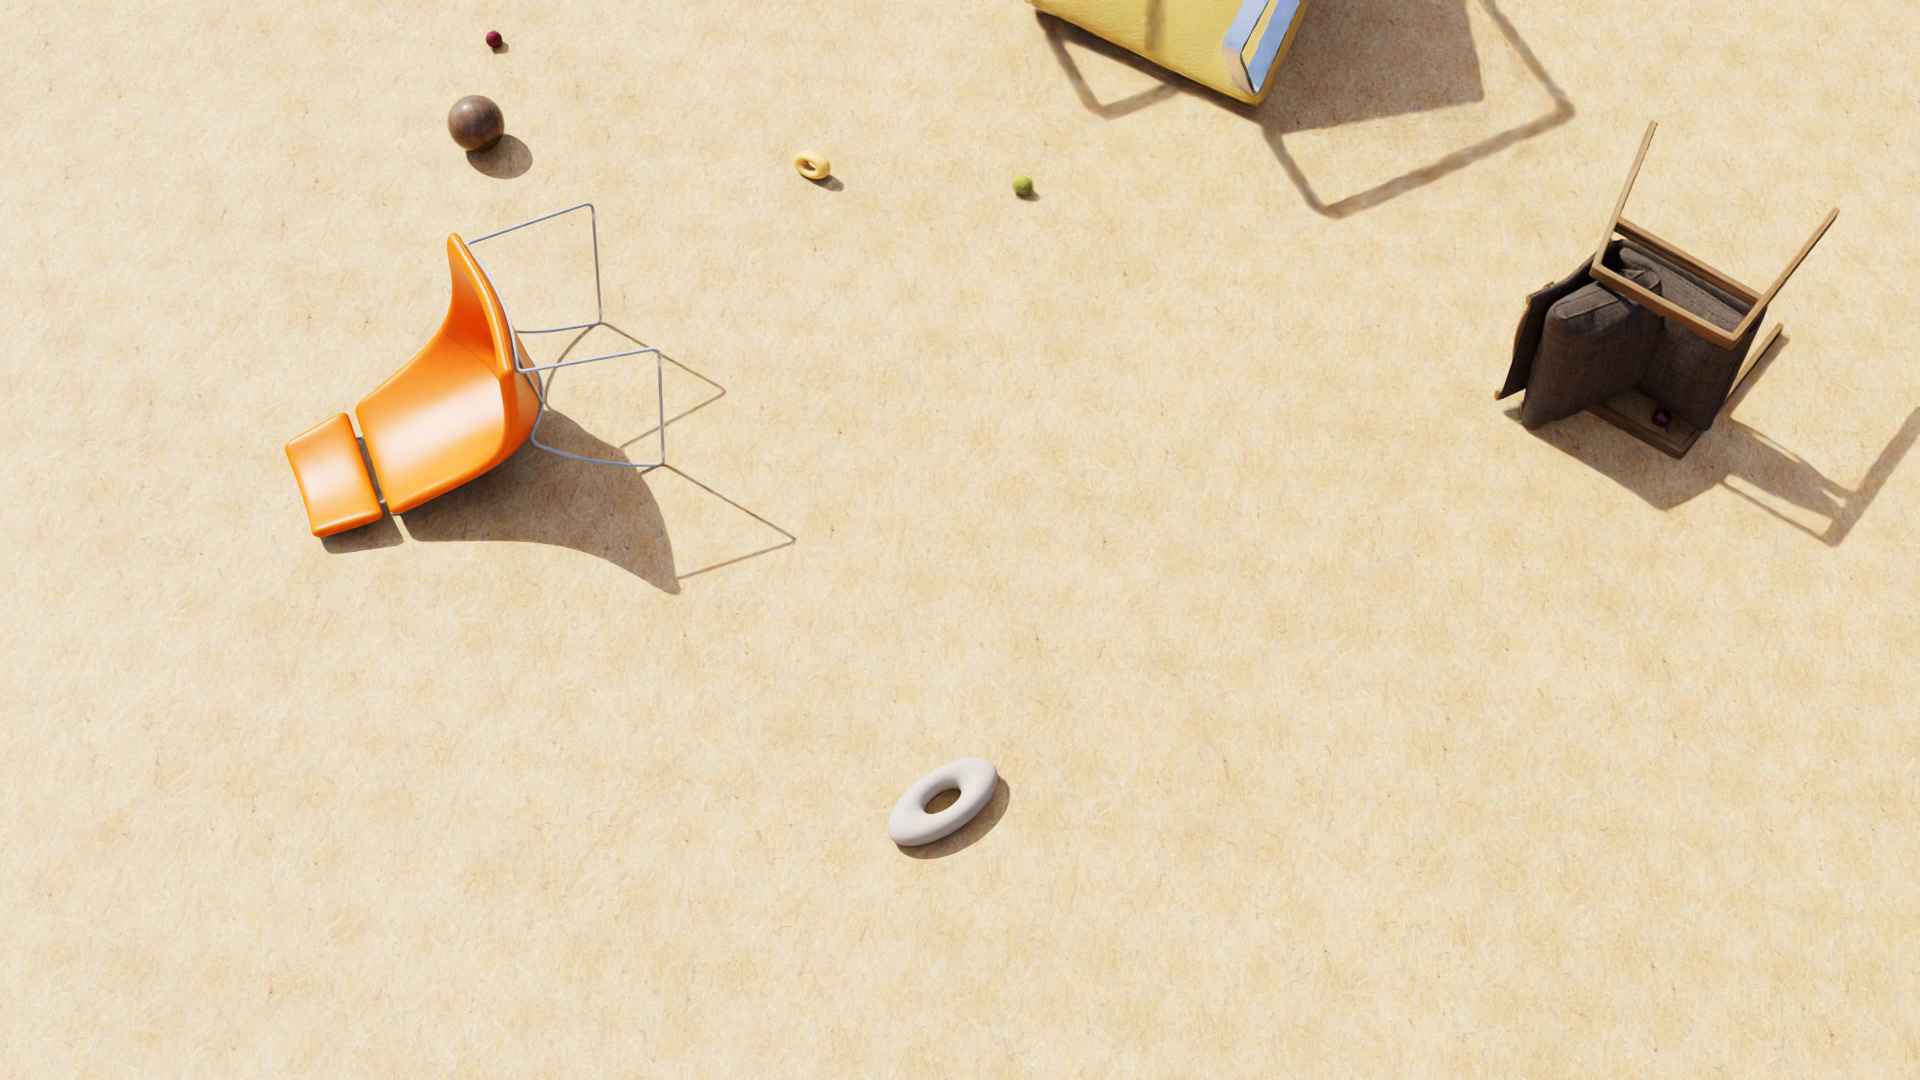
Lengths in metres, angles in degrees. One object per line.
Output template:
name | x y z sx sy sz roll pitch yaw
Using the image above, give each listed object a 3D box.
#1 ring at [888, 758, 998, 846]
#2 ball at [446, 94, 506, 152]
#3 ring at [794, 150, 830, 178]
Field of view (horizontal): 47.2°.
ring | -0.047 0.718 6.045 0.360 0.079 0.180 -33 61 -19
ball | -1.628 -1.401 7.398 0.192 0.192 0.192 0 56 0
ring | -0.495 -1.257 7.365 0.145 0.092 0.051 22 40 28
